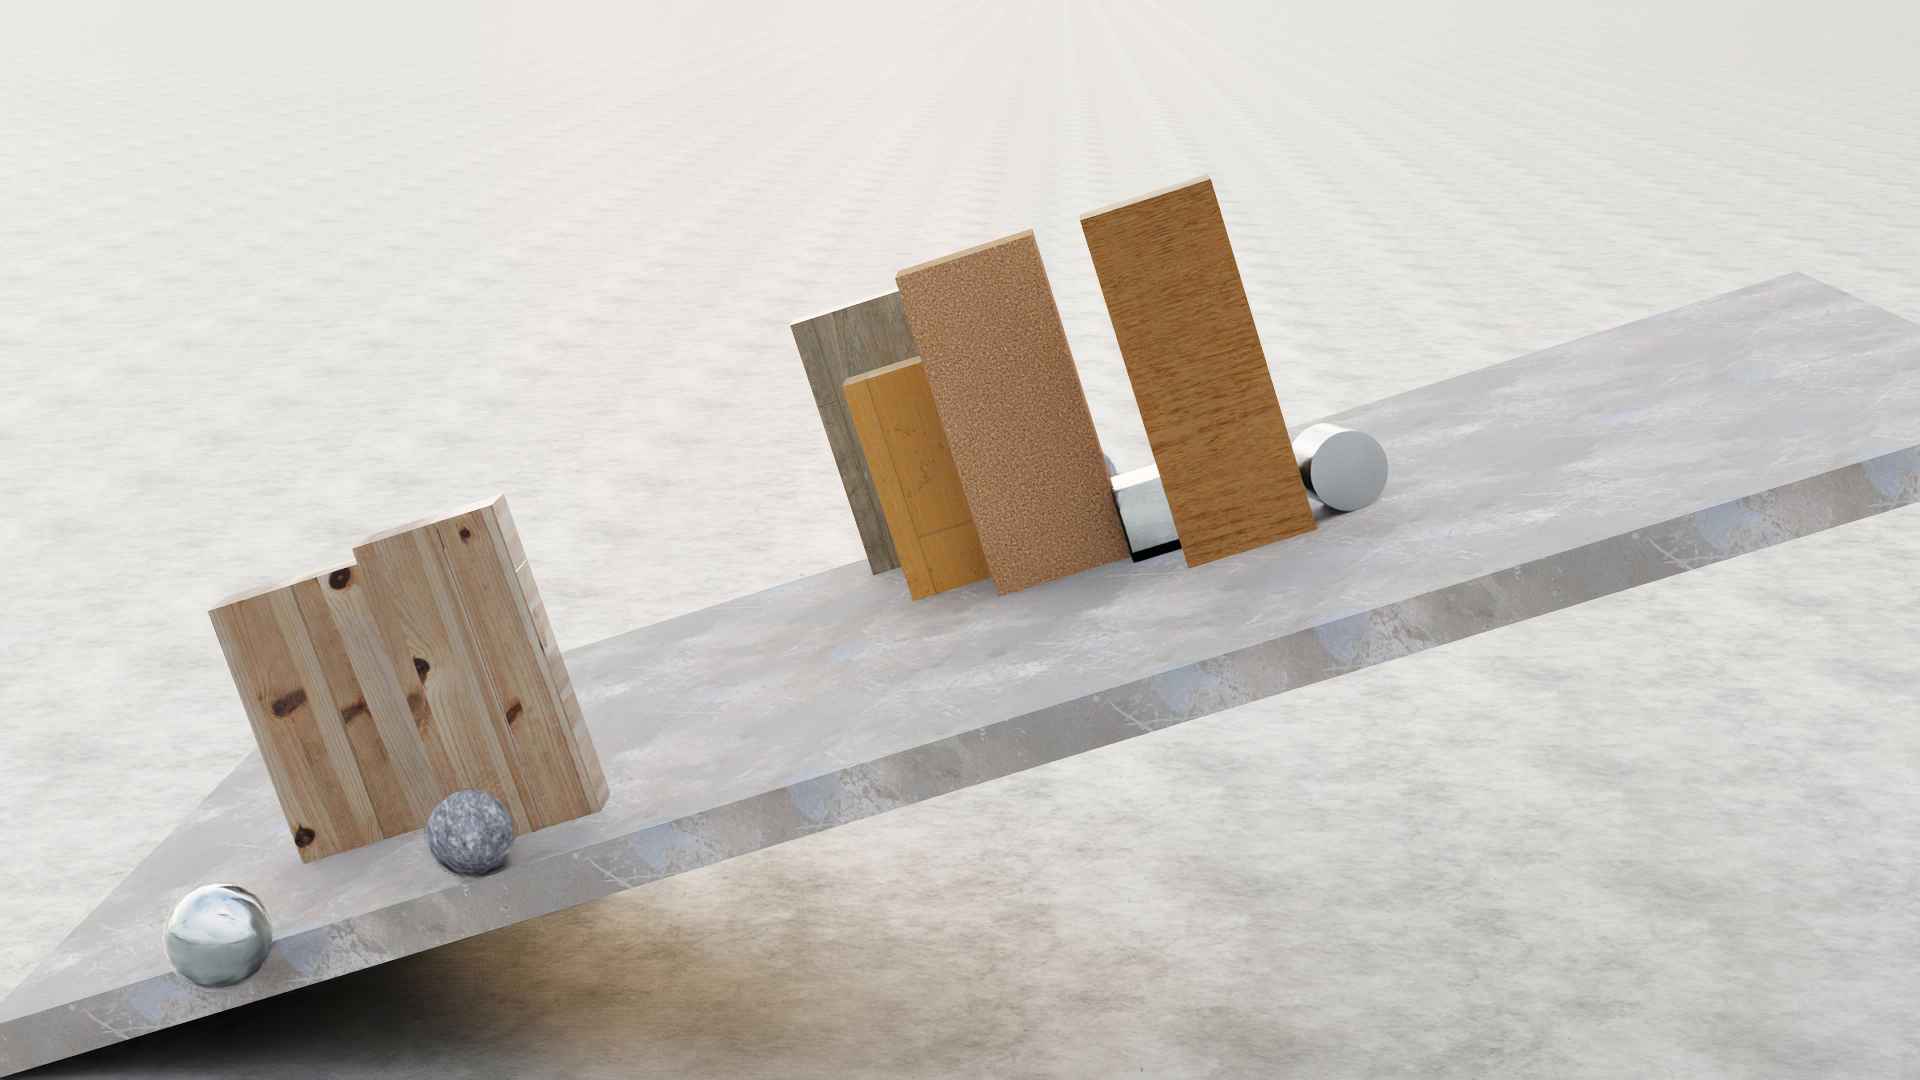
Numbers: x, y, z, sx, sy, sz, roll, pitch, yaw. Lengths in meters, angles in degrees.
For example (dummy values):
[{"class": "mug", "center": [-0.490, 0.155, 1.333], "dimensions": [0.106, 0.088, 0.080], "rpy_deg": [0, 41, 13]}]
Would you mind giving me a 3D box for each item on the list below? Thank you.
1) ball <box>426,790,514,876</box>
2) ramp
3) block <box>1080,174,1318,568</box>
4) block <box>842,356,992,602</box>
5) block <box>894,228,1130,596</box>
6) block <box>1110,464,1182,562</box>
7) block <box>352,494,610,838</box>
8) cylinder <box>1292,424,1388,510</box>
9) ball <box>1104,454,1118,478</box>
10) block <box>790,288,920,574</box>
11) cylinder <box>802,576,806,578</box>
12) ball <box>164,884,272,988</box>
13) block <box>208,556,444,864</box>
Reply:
[{"class": "ball", "center": [-0.904, 0.541, 5.433], "dimensions": [0.160, 0.160, 0.160], "rpy_deg": [0, 11, 0]}, {"class": "ramp", "center": [0.100, 0.183, 6.311], "dimensions": [4.000, 0.100, 2.000], "rpy_deg": [-17, 10, 5]}, {"class": "block", "center": [0.488, -0.345, 6.035], "dimensions": [0.275, 0.750, 0.133], "rpy_deg": [-17, 10, 5]}, {"class": "block", "center": [-0.036, -0.158, 6.620], "dimensions": [0.306, 0.511, 0.124], "rpy_deg": [-17, 10, 5]}, {"class": "block", "center": [0.120, -0.275, 6.364], "dimensions": [0.305, 0.726, 0.147], "rpy_deg": [-17, 10, 5]}, {"class": "block", "center": [0.426, -0.066, 6.324], "dimensions": [0.163, 0.163, 0.163], "rpy_deg": [-17, 10, 6]}, {"class": "block", "center": [-0.914, 0.255, 5.639], "dimensions": [0.282, 0.625, 0.119], "rpy_deg": [-17, 10, 5]}, {"class": "cylinder", "center": [0.789, -0.154, 6.149], "dimensions": [0.167, 0.167, 0.167], "rpy_deg": [-2, 8, -10]}, {"class": "ball", "center": [0.279, -0.130, 6.842], "dimensions": [0.185, 0.185, 0.185], "rpy_deg": [0, 11, 0]}, {"class": "block", "center": [-0.126, -0.275, 7.039], "dimensions": [0.373, 0.634, 0.095], "rpy_deg": [-17, 10, 5]}, {"class": "cylinder", "center": [-0.443, 0.167, 9.412], "dimensions": [0.114, 0.114, 0.114], "rpy_deg": [-5, 12, -22]}, {"class": "ball", "center": [-1.353, 0.723, 5.372], "dimensions": [0.191, 0.191, 0.191], "rpy_deg": [0, 11, 0]}, {"class": "block", "center": [-1.256, 0.337, 5.994], "dimensions": [0.348, 0.554, 0.139], "rpy_deg": [-17, 10, 5]}]
